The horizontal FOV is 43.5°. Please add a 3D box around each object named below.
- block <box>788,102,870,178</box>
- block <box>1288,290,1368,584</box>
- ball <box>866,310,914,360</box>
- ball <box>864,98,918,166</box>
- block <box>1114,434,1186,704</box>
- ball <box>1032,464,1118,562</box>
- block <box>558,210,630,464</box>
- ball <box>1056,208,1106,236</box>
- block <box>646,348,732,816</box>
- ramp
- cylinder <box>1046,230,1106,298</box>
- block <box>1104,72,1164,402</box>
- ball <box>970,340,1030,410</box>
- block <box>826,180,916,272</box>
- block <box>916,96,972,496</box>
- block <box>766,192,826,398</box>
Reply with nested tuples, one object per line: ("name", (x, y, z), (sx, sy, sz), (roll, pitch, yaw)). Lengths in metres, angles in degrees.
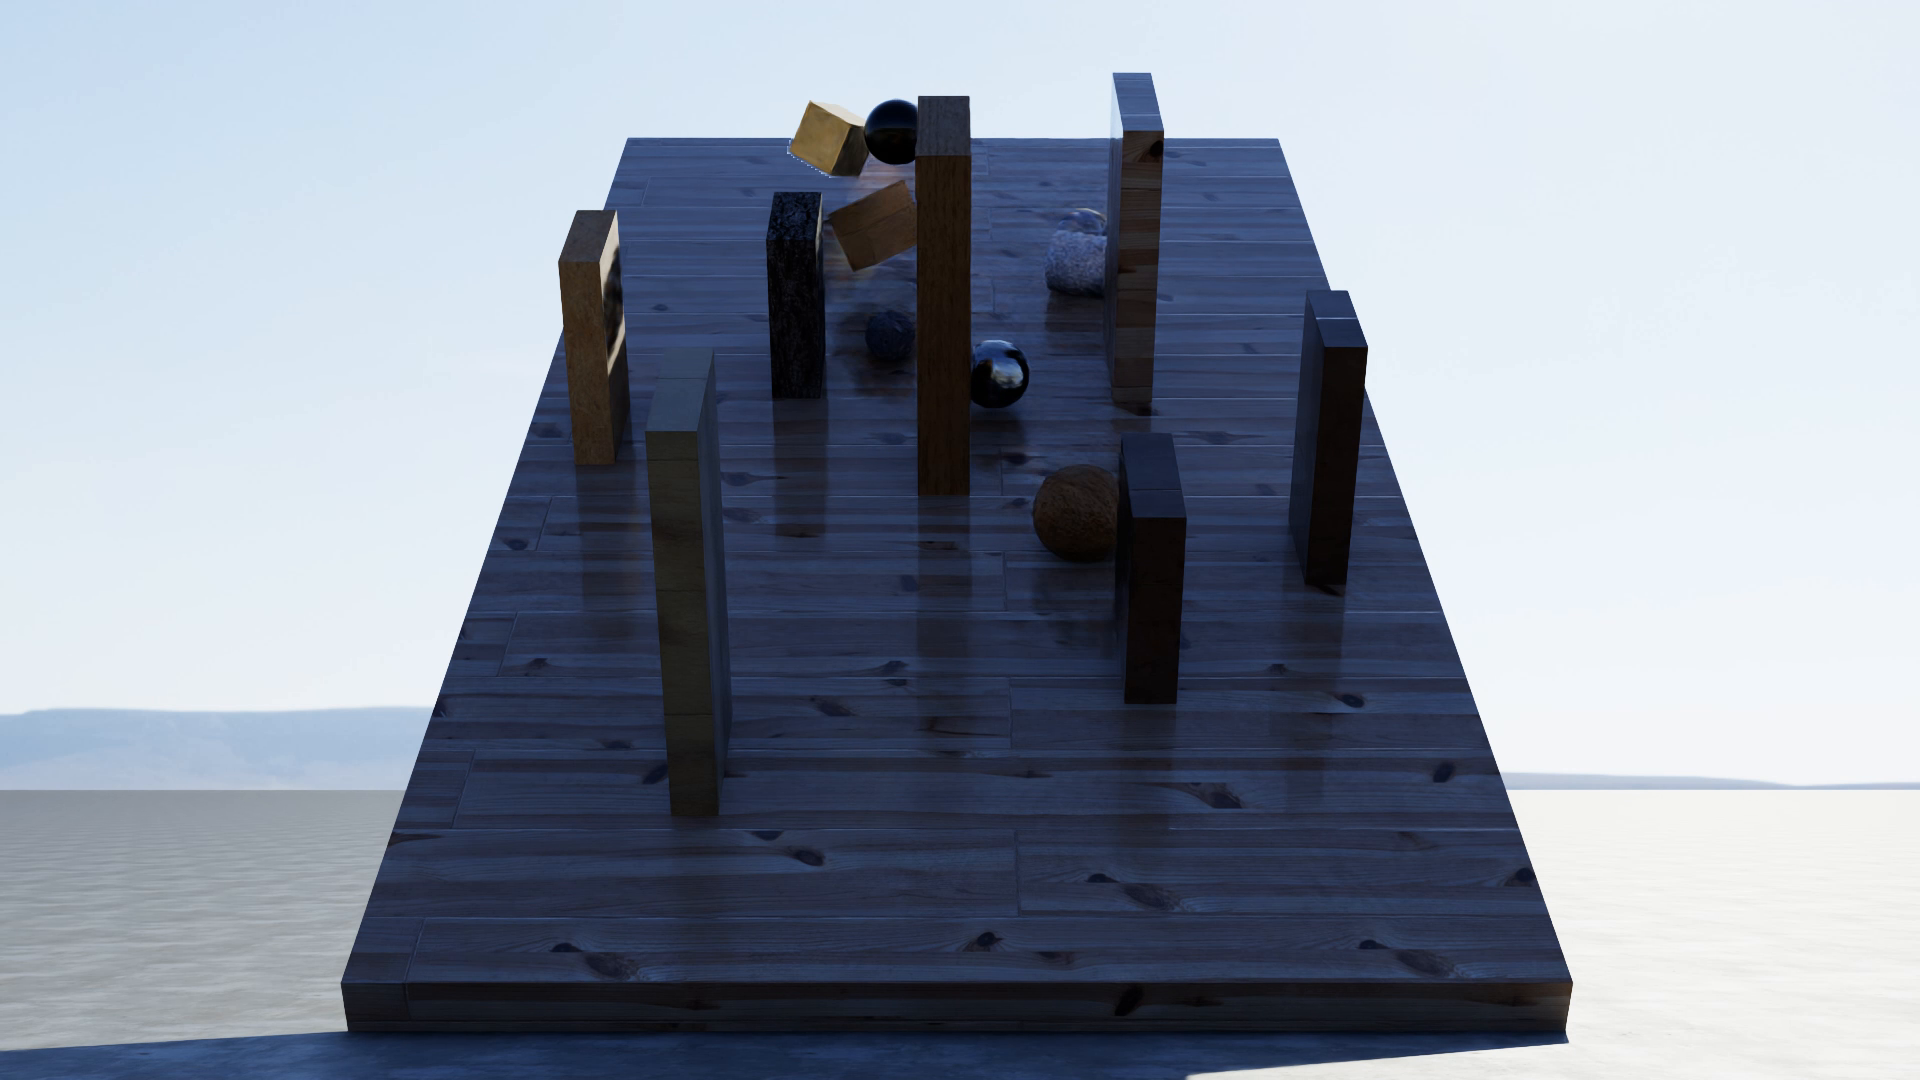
("block", (-0.360, -1.146, 6.879), (0.156, 0.156, 0.156), (32, 19, 22))
("block", (0.764, -0.213, 5.012), (0.086, 0.544, 0.283), (0, 29, 0))
("ball", (-0.174, -0.506, 5.960), (0.123, 0.123, 0.123), (0, -6, 0))
("ball", (-0.176, -1.140, 6.721), (0.185, 0.185, 0.185), (0, -6, 0))
("block", (0.366, 0.053, 4.673), (0.100, 0.409, 0.344), (0, 29, 0))
("ball", (0.256, -0.056, 5.071), (0.209, 0.209, 0.209), (0, -6, 0))
("block", (-0.833, -0.465, 5.498), (0.091, 0.498, 0.306), (0, 29, 0))
("ball", (0.334, -0.823, 6.506), (0.146, 0.146, 0.146), (0, -6, 0))
("block", (-0.474, 0.077, 4.256), (0.084, 0.768, 0.328), (0, 29, 0))
("ramp", (-0.012, -0.215, 5.670), (2.000, 0.100, 4.000), (0, 29, 0))
("cylinder", (0.327, -0.723, 6.312), (0.160, 0.160, 0.160), (12, -1, 20))
("block", (0.414, -0.729, 5.789), (0.094, 0.683, 0.414), (0, 29, 0))
("ball", (0.083, -0.392, 5.695), (0.164, 0.164, 0.164), (0, -6, 0))
("block", (-0.215, -0.823, 6.306), (0.165, 0.165, 0.165), (-29, 11, -25))
("block", (-0.036, -0.540, 5.332), (0.115, 0.797, 0.378), (0, 29, 0))
("block", (-0.394, -0.594, 5.823), (0.115, 0.409, 0.306), (0, 29, 0))
